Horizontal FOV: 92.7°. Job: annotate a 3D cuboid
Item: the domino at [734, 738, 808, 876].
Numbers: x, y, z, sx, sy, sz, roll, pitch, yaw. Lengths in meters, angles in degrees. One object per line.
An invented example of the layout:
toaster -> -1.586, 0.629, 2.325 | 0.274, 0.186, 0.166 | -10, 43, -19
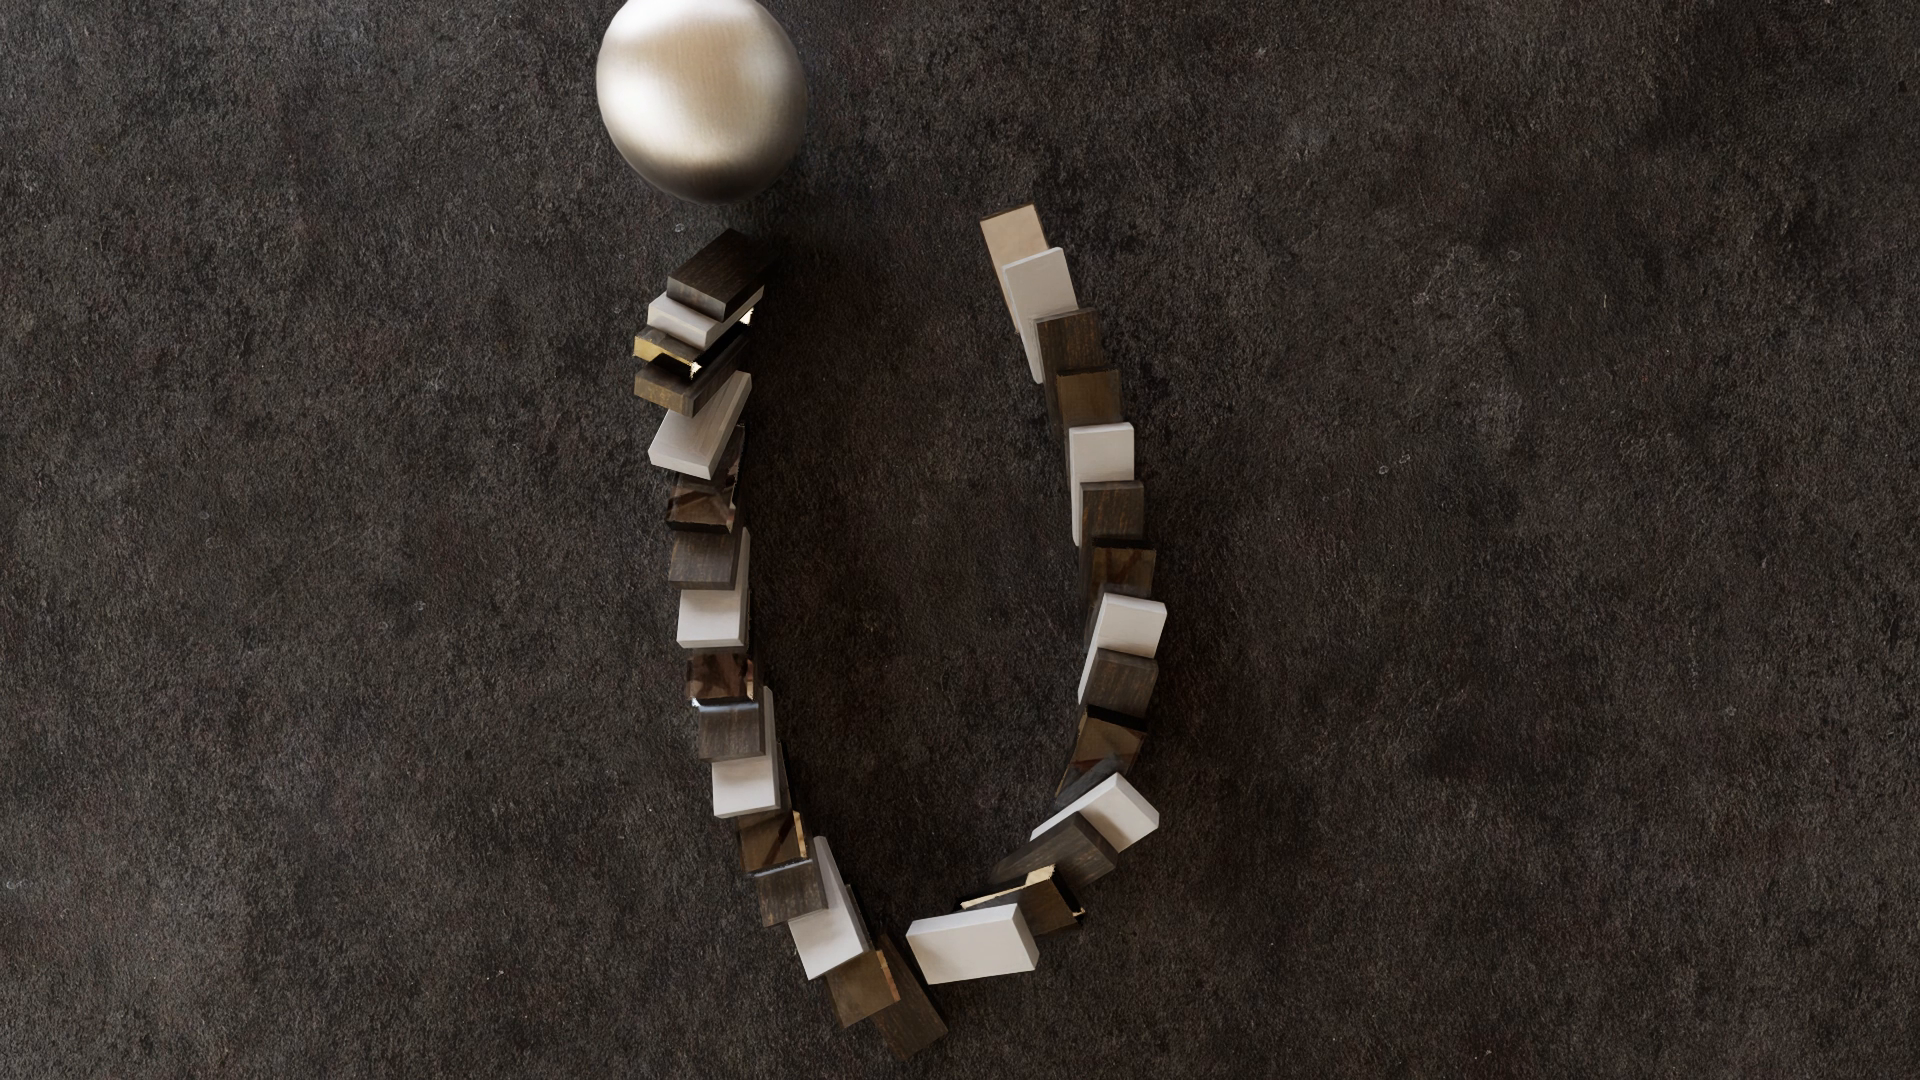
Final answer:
domino -> -0.082, 0.112, 0.385 | 0.025, 0.010, 0.050 | -16, 65, 0

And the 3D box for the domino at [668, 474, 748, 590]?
domino -> -0.105, -0.004, 0.385 | 0.025, 0.009, 0.050 | 1, 66, 0

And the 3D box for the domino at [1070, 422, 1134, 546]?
domino -> 0.060, -0.023, 0.385 | 0.025, 0.009, 0.050 | -5, 114, 0

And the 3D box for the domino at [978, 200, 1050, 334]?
domino -> 0.028, -0.117, 0.395 | 0.025, 0.010, 0.050 | -19, 90, 0

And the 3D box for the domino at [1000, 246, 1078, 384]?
domino -> 0.037, -0.094, 0.385 | 0.025, 0.009, 0.050 | -19, 113, 0

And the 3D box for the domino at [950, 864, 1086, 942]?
domino -> 0.024, 0.156, 0.385 | 0.050, 0.010, 0.025 | -29, 97, 23

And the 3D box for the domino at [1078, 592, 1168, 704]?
domino -> 0.068, 0.048, 0.385 | 0.025, 0.010, 0.050 | 10, 115, -1

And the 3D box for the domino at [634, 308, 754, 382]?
domino -> -0.109, -0.087, 0.379 | 0.025, 0.050, 0.010 | 26, 134, 1

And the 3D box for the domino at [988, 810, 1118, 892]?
domino -> 0.039, 0.137, 0.384 | 0.025, 0.010, 0.050 | 46, 115, -4

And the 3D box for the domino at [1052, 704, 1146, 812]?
domino -> 0.058, 0.095, 0.385 | 0.025, 0.010, 0.050 | 15, 114, 0

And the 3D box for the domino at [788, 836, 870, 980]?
domino -> -0.060, 0.154, 0.386 | 0.025, 0.009, 0.050 | -28, 67, 0

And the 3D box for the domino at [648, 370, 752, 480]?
domino -> -0.108, -0.051, 0.384 | 0.025, 0.009, 0.050 | 15, 61, 0

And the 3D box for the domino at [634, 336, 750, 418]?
domino -> -0.110, -0.072, 0.379 | 0.025, 0.050, 0.009 | 23, 134, 0

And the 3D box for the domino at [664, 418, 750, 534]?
domino -> -0.106, -0.028, 0.385 | 0.025, 0.010, 0.050 | 4, 66, 0

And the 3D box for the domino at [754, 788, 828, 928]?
domino -> -0.074, 0.133, 0.385 | 0.025, 0.010, 0.050 | -18, 65, 0

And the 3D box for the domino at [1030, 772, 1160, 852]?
domino -> 0.056, 0.121, 0.384 | 0.025, 0.010, 0.050 | 45, 115, -4

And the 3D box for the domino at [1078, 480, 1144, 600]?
domino -> 0.063, 0.000, 0.385 | 0.025, 0.009, 0.050 | -3, 114, 0

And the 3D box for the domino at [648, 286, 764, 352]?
domino -> -0.104, -0.099, 0.379 | 0.025, 0.050, 0.010 | 26, 134, 0

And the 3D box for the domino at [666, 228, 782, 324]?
domino -> -0.097, -0.110, 0.379 | 0.025, 0.050, 0.010 | 26, 134, 0

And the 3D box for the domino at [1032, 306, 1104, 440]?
domino -> 0.048, -0.070, 0.386 | 0.025, 0.009, 0.050 | -12, 113, 0

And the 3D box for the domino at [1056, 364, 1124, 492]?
domino -> 0.055, -0.047, 0.385 | 0.025, 0.010, 0.050 | -7, 114, 0

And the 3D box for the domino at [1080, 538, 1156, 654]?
domino -> 0.066, 0.024, 0.385 | 0.025, 0.010, 0.050 | 3, 115, 0

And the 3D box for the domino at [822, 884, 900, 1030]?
domino -> -0.047, 0.174, 0.386 | 0.025, 0.009, 0.050 | -27, 67, 0

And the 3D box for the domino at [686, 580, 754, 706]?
domino -> -0.100, 0.043, 0.385 | 0.025, 0.009, 0.050 | -5, 65, 0

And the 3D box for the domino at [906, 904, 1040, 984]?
domino -> 0.005, 0.170, 0.384 | 0.050, 0.010, 0.025 | -19, 100, 22

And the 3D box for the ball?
ball -> -0.100, -0.174, 0.360 | 0.080, 0.080, 0.080 | 0, 90, 0

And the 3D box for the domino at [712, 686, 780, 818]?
domino -> -0.091, 0.089, 0.385 | 0.025, 0.009, 0.050 | -10, 65, 0

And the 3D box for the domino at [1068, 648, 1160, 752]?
domino -> 0.064, 0.071, 0.385 | 0.025, 0.010, 0.050 | 12, 115, -1

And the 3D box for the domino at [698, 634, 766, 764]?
domino -> -0.096, 0.066, 0.385 | 0.025, 0.009, 0.050 | -8, 65, 0

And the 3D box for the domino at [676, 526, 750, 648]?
domino -> -0.103, 0.020, 0.385 | 0.025, 0.009, 0.050 | -2, 66, 0

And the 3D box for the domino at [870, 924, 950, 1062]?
domino -> -0.029, 0.195, 0.395 | 0.025, 0.010, 0.050 | -33, 90, 0
